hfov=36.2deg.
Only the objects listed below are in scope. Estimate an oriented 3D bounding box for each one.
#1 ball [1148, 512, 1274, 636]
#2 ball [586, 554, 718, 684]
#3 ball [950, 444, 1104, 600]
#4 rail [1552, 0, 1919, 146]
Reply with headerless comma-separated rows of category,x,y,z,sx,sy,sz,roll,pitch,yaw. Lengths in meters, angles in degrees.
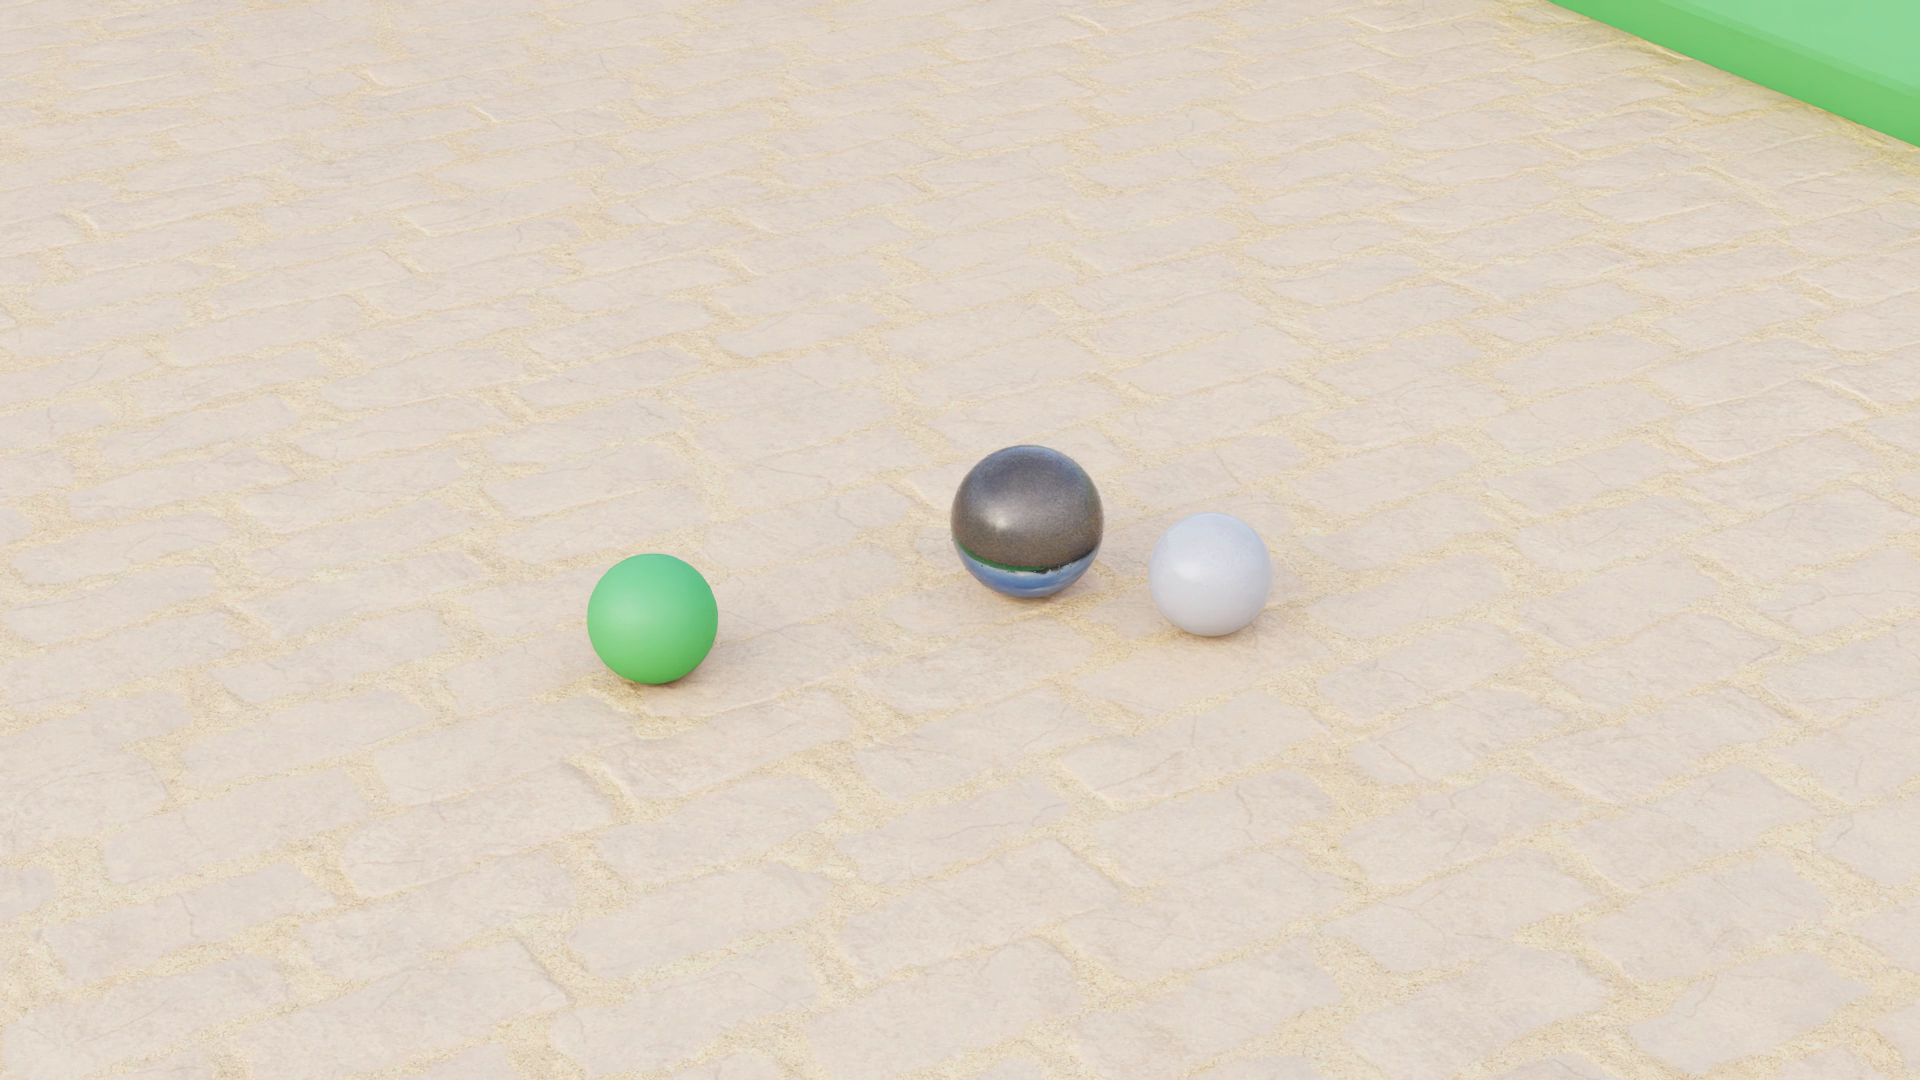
ball,0.156,0.021,1.832,0.078,0.078,0.078,0,28,0
ball,-0.186,0.048,1.781,0.079,0.079,0.079,0,28,0
ball,0.043,-0.012,1.871,0.099,0.099,0.099,0,28,0
rail,0.380,-0.745,3.203,0.045,0.128,4.417,-16,32,-28
